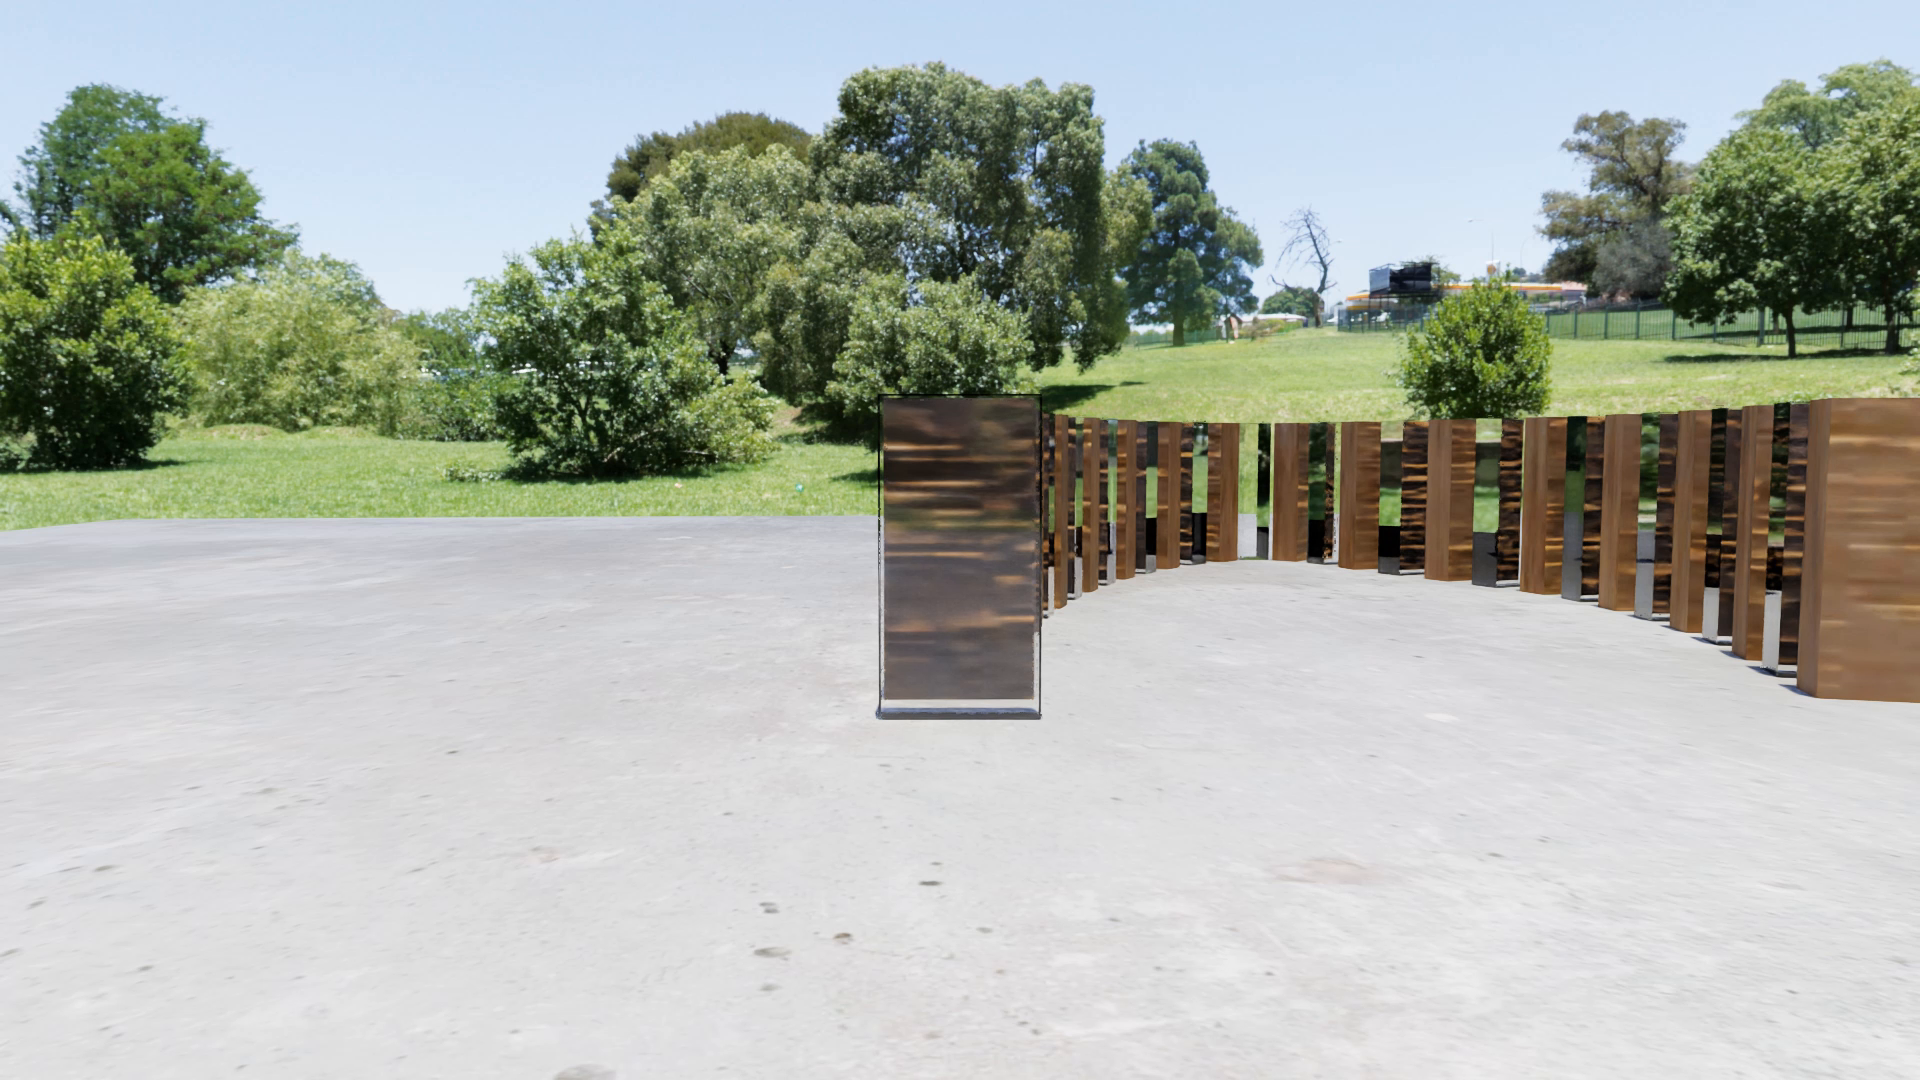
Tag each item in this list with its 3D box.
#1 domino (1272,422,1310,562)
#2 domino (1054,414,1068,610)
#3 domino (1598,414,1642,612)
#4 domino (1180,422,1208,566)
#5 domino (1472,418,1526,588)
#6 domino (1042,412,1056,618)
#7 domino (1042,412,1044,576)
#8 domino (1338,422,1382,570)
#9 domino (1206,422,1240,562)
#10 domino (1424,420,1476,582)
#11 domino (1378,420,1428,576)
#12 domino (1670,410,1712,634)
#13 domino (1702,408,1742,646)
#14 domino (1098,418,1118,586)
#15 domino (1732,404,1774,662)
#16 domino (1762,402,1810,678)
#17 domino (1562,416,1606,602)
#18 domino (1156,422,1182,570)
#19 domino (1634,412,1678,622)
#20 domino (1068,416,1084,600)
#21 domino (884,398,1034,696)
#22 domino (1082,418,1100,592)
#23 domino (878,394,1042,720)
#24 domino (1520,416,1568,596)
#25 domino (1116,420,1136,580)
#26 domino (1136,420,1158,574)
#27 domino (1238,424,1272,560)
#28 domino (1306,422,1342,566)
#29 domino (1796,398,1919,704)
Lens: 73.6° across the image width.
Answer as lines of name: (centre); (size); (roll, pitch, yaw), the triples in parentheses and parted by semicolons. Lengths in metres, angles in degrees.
domino: (0.125, -0.018, 0.474); (0.010, 0.050, 0.025); (3, 5, 38)
domino: (0.015, -0.008, 0.337); (0.025, 0.050, 0.010); (1, 4, 15)
domino: (0.179, -0.007, 0.329); (0.025, 0.050, 0.009); (0, 4, 0)
domino: (0.075, -0.017, 0.459); (0.025, 0.050, 0.009); (4, 6, 43)
domino: (0.168, -0.011, 0.386); (0.025, 0.050, 0.009); (-2, 5, -24)
domino: (0.010, -0.006, 0.318); (0.025, 0.050, 0.009); (1, 4, 13)
domino: (0.006, -0.005, 0.298); (0.025, 0.050, 0.010); (1, 4, 10)
domino: (0.144, -0.015, 0.440); (0.025, 0.050, 0.009); (-1, 4, -17)
domino: (0.090, -0.018, 0.472); (0.010, 0.050, 0.025); (-3, 5, -36)
domino: (0.160, -0.013, 0.404); (0.025, 0.050, 0.009); (-2, 5, -26)
domino: (0.151, -0.014, 0.421); (0.025, 0.050, 0.010); (-2, 5, -26)
domino: (0.177, -0.004, 0.290); (0.025, 0.050, 0.010); (1, 4, 8)
domino: (0.173, -0.003, 0.271); (0.025, 0.050, 0.009); (1, 4, 13)
domino: (0.034, -0.012, 0.392); (0.025, 0.050, 0.010); (2, 5, 23)
domino: (0.168, -0.001, 0.252); (0.025, 0.050, 0.009); (1, 4, 16)
domino: (0.162, 0.000, 0.233); (0.025, 0.050, 0.009); (1, 4, 17)
domino: (0.179, -0.009, 0.349); (0.025, 0.050, 0.010); (0, 4, -5)
domino: (0.063, -0.016, 0.444); (0.025, 0.050, 0.009); (3, 5, 35)
domino: (0.179, -0.006, 0.309); (0.025, 0.050, 0.009); (0, 4, 4)
domino: (0.021, -0.009, 0.355); (0.025, 0.050, 0.009); (1, 5, 18)
domino: (0.000, 0.001, 0.220); (0.025, 0.050, 0.010); (0, 4, 0)
domino: (0.027, -0.011, 0.374); (0.025, 0.050, 0.010); (2, 5, 20)
domino: (0.000, 0.002, 0.201); (0.025, 0.050, 0.009); (0, 4, 0)
domino: (0.175, -0.010, 0.368); (0.025, 0.050, 0.009); (-1, 4, -17)
domino: (0.043, -0.013, 0.410); (0.025, 0.050, 0.010); (2, 5, 27)
domino: (0.052, -0.014, 0.427); (0.025, 0.050, 0.010); (3, 5, 30)
domino: (0.107, -0.018, 0.480); (0.010, 0.050, 0.025); (0, 4, -4)
domino: (0.137, -0.017, 0.458); (0.025, 0.050, 0.010); (-2, 5, -24)
domino: (0.157, 0.001, 0.214); (0.025, 0.050, 0.009); (1, 4, 15)
